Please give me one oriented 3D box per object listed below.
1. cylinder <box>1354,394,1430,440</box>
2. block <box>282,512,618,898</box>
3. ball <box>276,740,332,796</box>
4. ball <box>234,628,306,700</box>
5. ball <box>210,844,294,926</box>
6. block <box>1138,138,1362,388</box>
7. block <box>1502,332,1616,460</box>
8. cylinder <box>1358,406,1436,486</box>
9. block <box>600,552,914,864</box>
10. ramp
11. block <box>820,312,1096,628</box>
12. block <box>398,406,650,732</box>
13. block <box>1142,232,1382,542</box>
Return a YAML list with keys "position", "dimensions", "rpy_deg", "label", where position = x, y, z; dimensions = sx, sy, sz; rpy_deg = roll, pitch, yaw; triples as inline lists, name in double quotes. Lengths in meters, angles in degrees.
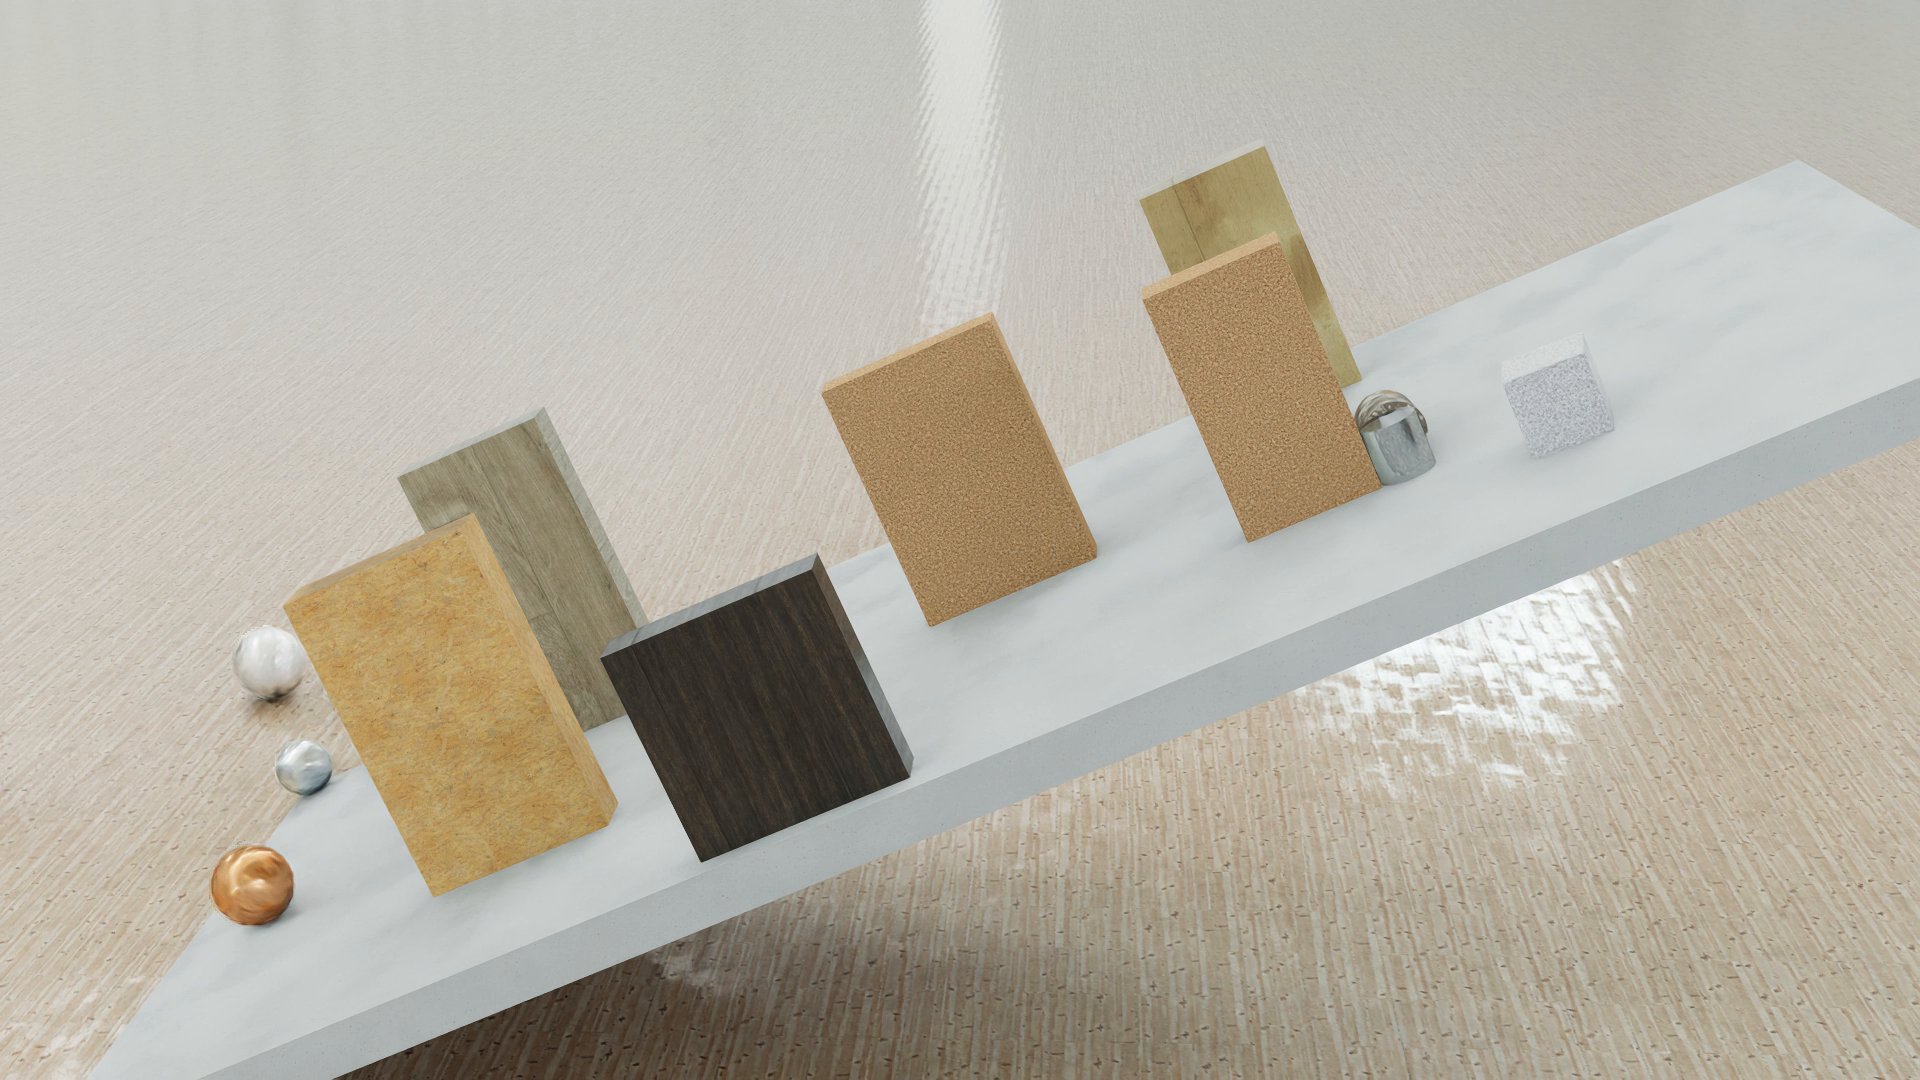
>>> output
- position: [0.878, -0.231, 5.998]
  dimensions: [0.130, 0.130, 0.130]
  rpy_deg: [-2, 6, -6]
  label: "cylinder"
- position: [-1.031, 0.339, 5.988]
  dimensions: [0.400, 0.678, 0.134]
  rpy_deg: [-23, 13, 8]
  label: "block"
- position: [-1.654, 0.573, 7.422]
  dimensions: [0.140, 0.140, 0.140]
  rpy_deg: [0, 15, 0]
  label: "ball"
- position: [-1.997, 0.357, 8.510]
  dimensions: [0.206, 0.206, 0.206]
  rpy_deg: [0, 15, 0]
  label: "ball"
- position: [-1.540, 0.751, 6.404]
  dimensions: [0.177, 0.177, 0.177]
  rpy_deg: [0, 15, 0]
  label: "ball"
- position: [0.669, -0.587, 6.781]
  dimensions: [0.308, 0.587, 0.136]
  rpy_deg: [-23, 13, 8]
  label: "block"
- position: [1.142, -0.276, 5.616]
  dimensions: [0.162, 0.162, 0.162]
  rpy_deg: [-21, 13, 16]
  label: "block"
- position: [0.872, -0.187, 5.860]
  dimensions: [0.118, 0.118, 0.118]
  rpy_deg: [-23, 13, 6]
  label: "cylinder"
- position: [-0.371, 0.311, 5.434]
  dimensions: [0.427, 0.433, 0.115]
  rpy_deg: [-23, 13, 8]
  label: "block"
- position: [0.132, 0.170, 6.284]
  dimensions: [4.000, 0.100, 2.000]
  rpy_deg: [-23, 13, 8]
  label: "ramp"
- position: [0.001, -0.149, 6.306]
  dimensions: [0.393, 0.563, 0.104]
  rpy_deg: [-23, 13, 8]
  label: "block"
- position: [-0.969, 0.093, 6.779]
  dimensions: [0.349, 0.715, 0.122]
  rpy_deg: [-23, 13, 8]
  label: "block"
- position: [0.602, -0.304, 5.875]
  dimensions: [0.289, 0.538, 0.132]
  rpy_deg: [-23, 13, 8]
  label: "block"
